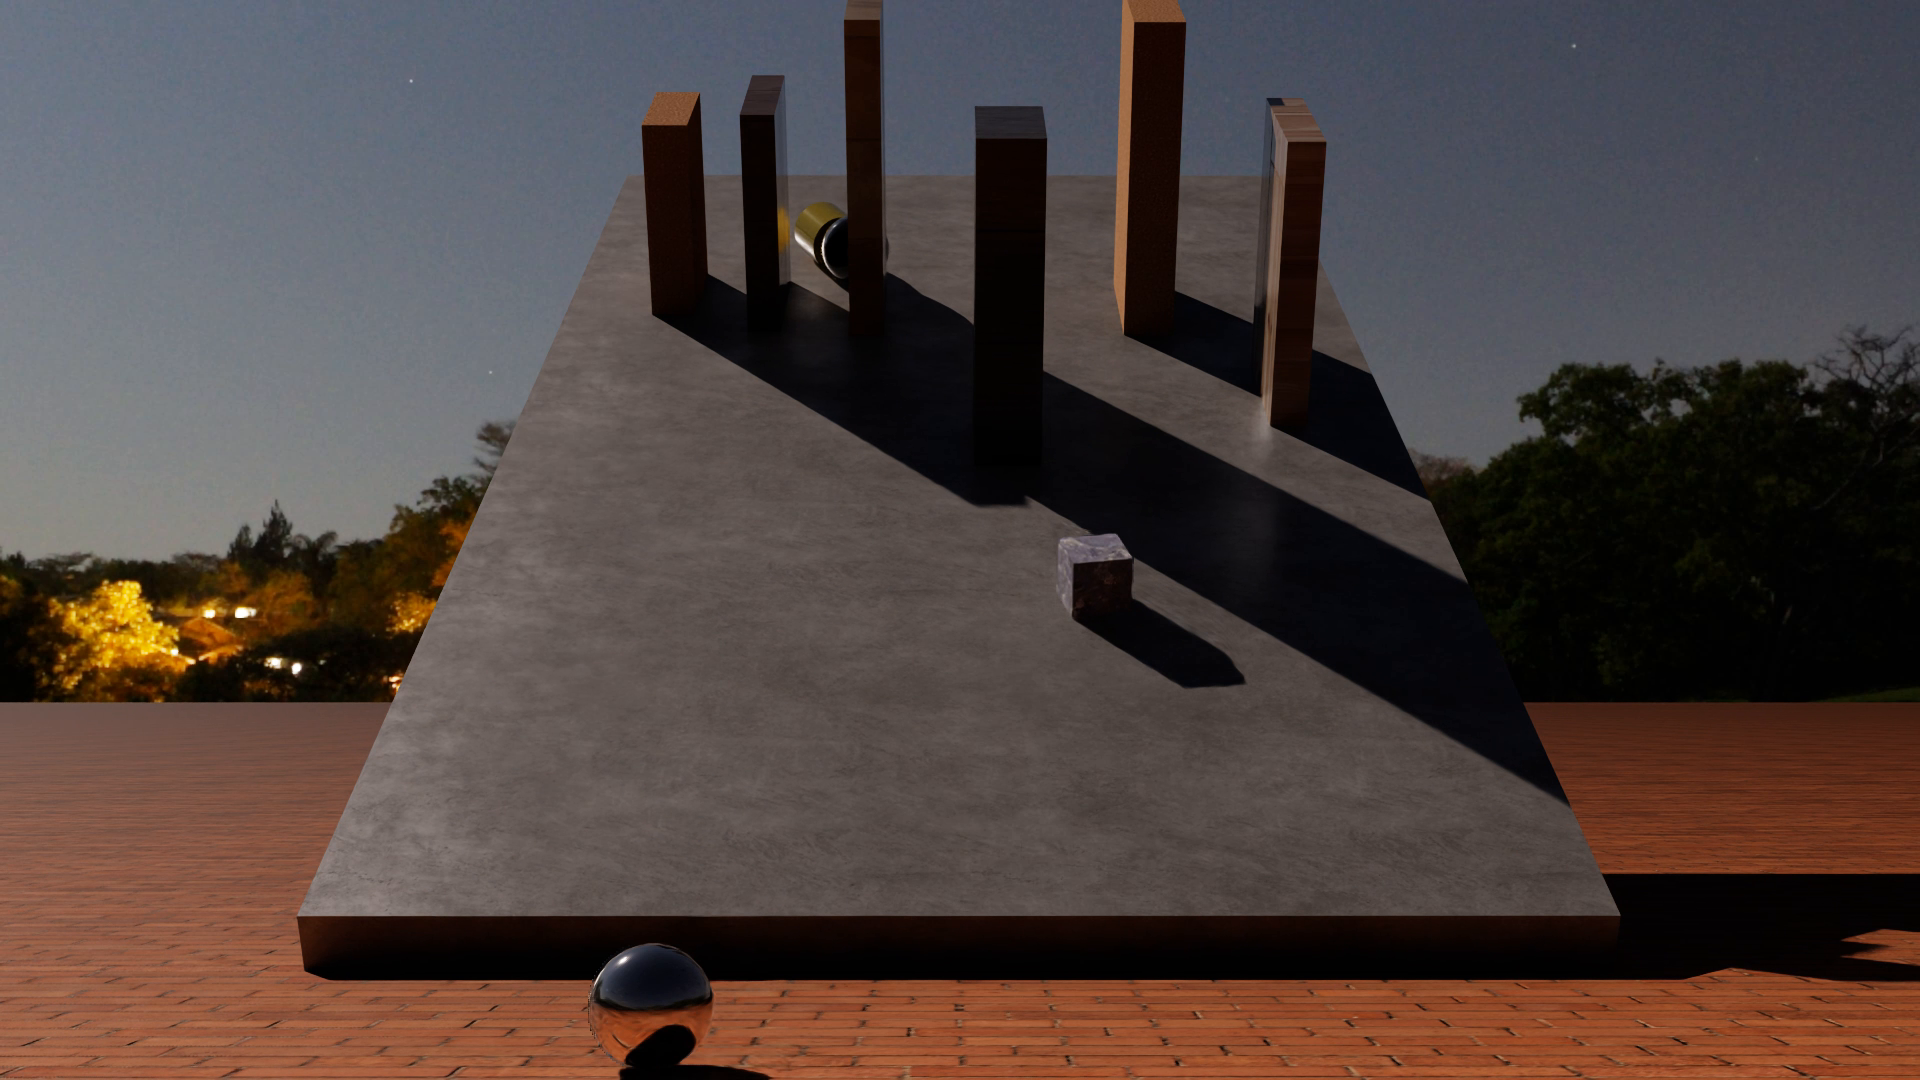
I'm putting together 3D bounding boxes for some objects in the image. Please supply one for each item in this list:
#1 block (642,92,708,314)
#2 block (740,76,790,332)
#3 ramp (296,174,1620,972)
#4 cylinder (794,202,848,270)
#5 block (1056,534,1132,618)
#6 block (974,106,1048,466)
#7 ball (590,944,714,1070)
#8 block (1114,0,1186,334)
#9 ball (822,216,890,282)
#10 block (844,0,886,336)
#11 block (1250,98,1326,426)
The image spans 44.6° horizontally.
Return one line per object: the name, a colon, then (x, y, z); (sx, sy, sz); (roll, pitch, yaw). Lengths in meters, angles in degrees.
block: (-0.733, -0.872, 6.043); (0.113, 0.495, 0.331); (0, 25, 0)
block: (-0.491, -0.858, 5.945); (0.084, 0.554, 0.397); (0, 25, 0)
ramp: (-0.009, -0.229, 5.369); (2.000, 0.100, 4.000); (0, 25, 0)
cylinder: (-0.351, -0.822, 6.343); (0.153, 0.153, 0.153); (2, 22, -25)
block: (0.257, 0.068, 4.474); (0.116, 0.116, 0.116); (-5, 25, -11)
block: (0.105, -0.548, 5.071); (0.146, 0.730, 0.262); (0, 25, 0)
ball: (-0.348, 0.526, 2.642); (0.140, 0.140, 0.140); (0, -4, 0)
block: (0.472, -0.954, 5.882); (0.123, 0.784, 0.396); (0, 25, 0)
ball: (-0.277, -0.771, 6.202); (0.180, 0.180, 0.180); (0, -4, 0)
block: (-0.233, -0.940, 5.843); (0.085, 0.789, 0.328); (0, 25, 0)
block: (0.747, -0.638, 5.351); (0.084, 0.660, 0.377); (0, 25, 0)
